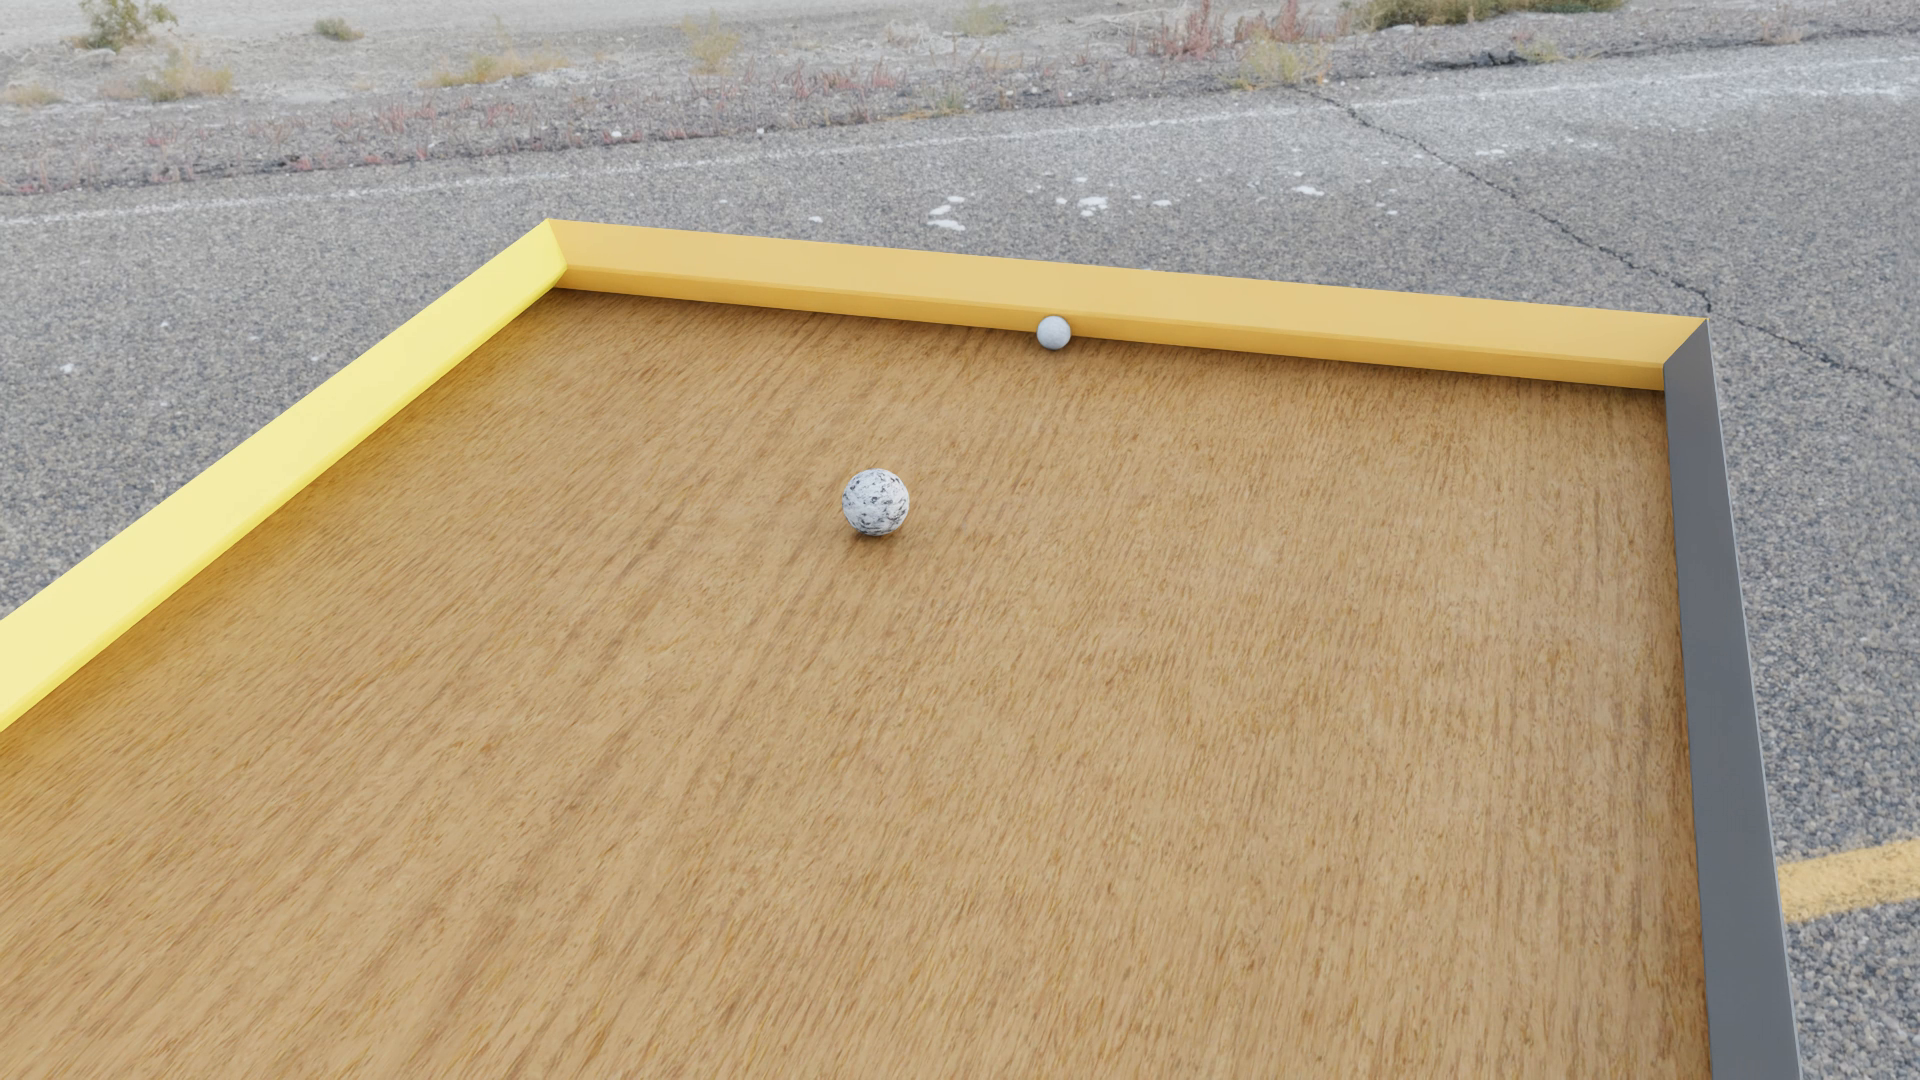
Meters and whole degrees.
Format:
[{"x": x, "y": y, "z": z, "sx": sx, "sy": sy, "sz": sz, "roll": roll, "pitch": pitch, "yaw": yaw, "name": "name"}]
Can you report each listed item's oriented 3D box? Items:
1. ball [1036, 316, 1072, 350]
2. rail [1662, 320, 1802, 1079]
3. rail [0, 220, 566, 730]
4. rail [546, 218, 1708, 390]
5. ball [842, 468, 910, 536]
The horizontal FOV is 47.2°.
[{"x": 0.116, "y": -0.257, "z": 2.728, "sx": 0.043, "sy": 0.043, "sz": 0.043, "roll": 0, "pitch": 26, "yaw": 0, "name": "ball"}, {"x": 0.523, "y": 0.344, "z": 1.463, "sx": 0.045, "sy": 0.094, "sz": 2.613, "roll": 7, "pitch": 27, "yaw": 13, "name": "rail"}, {"x": -0.852, "y": 0.185, "z": 1.783, "sx": 0.045, "sy": 0.094, "sz": 2.613, "roll": 7, "pitch": 27, "yaw": 13, "name": "rail"}, {"x": 0.159, "y": -0.289, "z": 2.734, "sx": 1.467, "sy": 0.094, "sz": 0.045, "roll": 7, "pitch": 27, "yaw": 13, "name": "rail"}, {"x": -0.087, "y": -0.039, "z": 2.260, "sx": 0.069, "sy": 0.069, "sz": 0.069, "roll": 0, "pitch": 26, "yaw": 0, "name": "ball"}]
